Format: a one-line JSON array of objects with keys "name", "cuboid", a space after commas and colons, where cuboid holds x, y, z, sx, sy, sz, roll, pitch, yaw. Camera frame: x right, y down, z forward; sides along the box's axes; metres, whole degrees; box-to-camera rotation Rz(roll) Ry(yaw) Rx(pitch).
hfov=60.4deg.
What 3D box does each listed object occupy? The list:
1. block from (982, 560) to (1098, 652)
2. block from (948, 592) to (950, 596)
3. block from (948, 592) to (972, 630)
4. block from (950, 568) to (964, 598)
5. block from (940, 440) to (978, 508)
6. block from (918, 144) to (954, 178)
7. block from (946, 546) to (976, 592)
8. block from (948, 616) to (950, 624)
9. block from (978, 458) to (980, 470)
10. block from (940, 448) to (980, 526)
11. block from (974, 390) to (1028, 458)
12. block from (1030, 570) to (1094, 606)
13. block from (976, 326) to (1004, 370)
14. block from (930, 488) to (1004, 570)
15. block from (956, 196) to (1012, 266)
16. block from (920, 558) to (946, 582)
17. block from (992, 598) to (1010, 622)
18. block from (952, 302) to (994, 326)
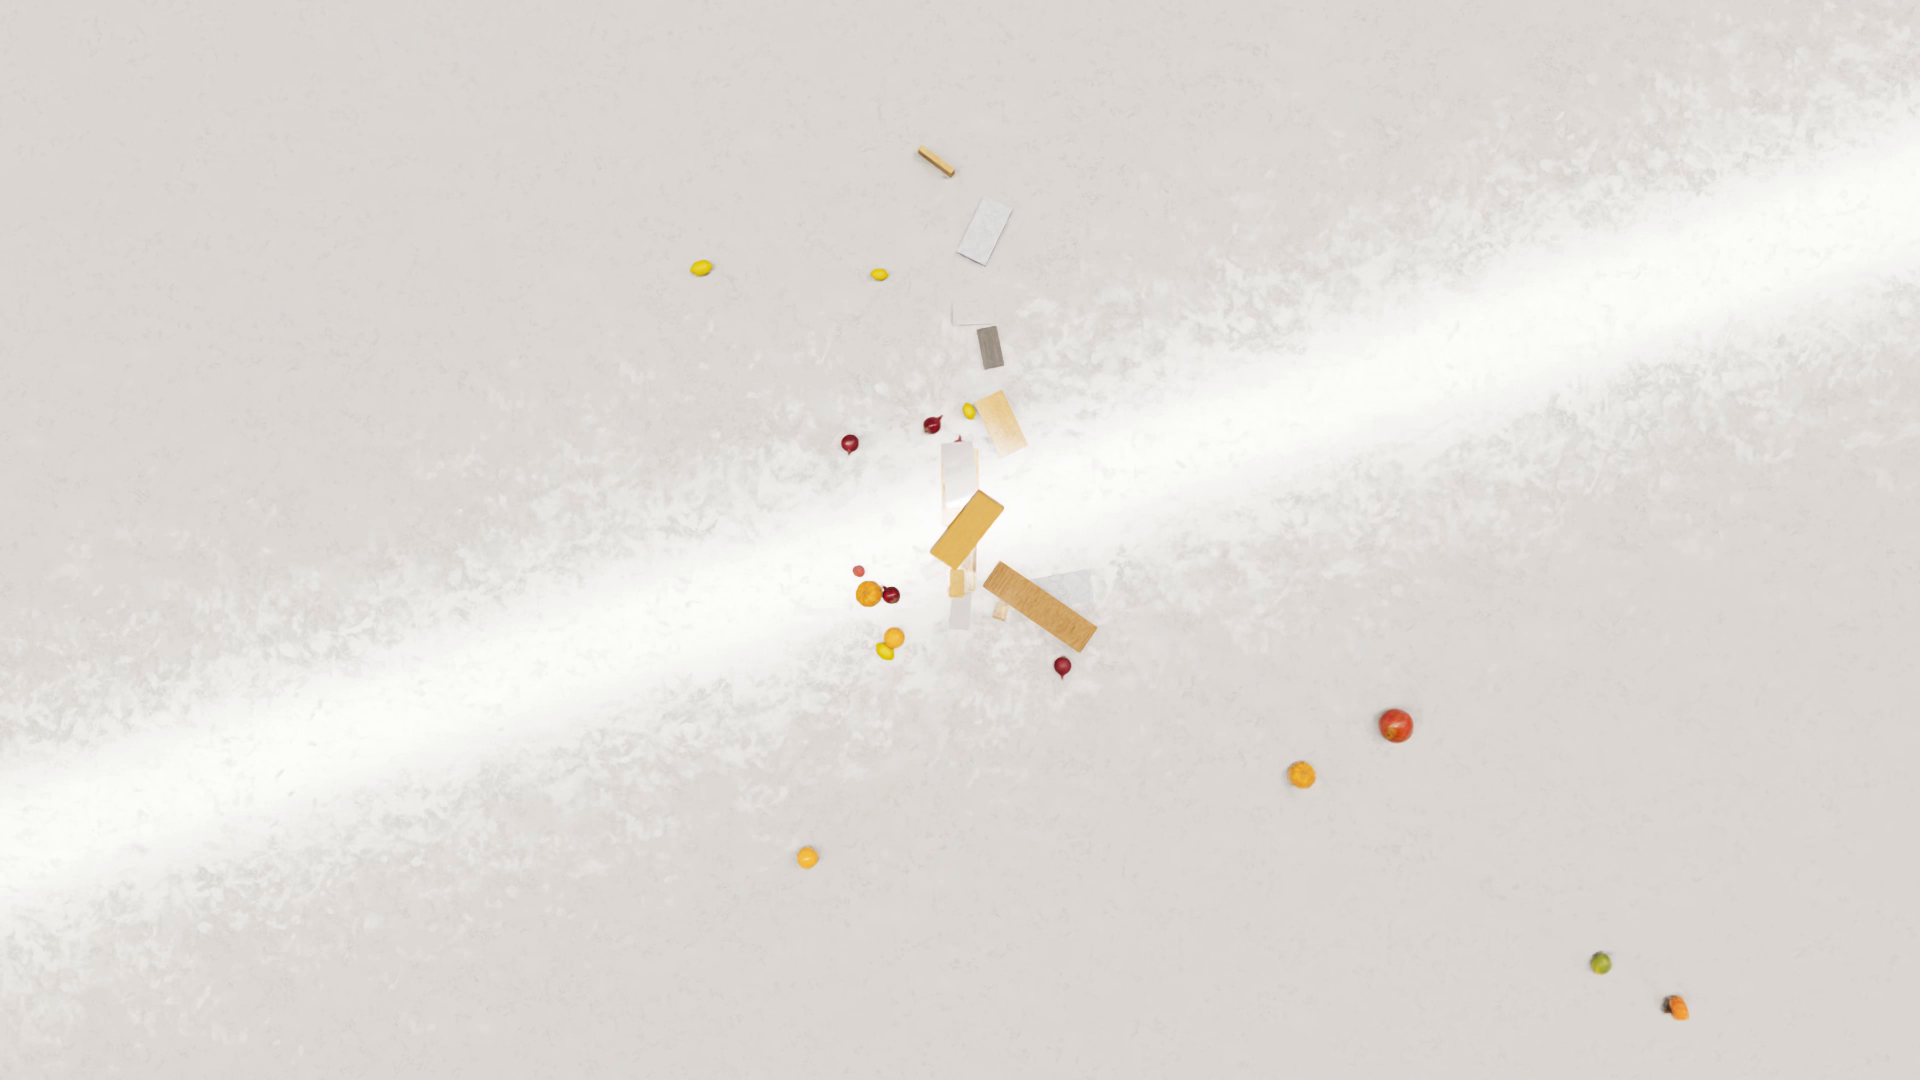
[{"name": "block", "cuboid": [0.264, 0.221, 5.456, 0.392, 0.030, 0.104, 34, 90, 0]}, {"name": "block", "cuboid": [-0.005, 0.176, 5.433, 0.067, 0.133, 0.019, 0, 90, 0]}, {"name": "block", "cuboid": [0.002, 0.225, 5.357, 0.067, 0.019, 0.133, 4, 90, 0]}, {"name": "block", "cuboid": [-0.010, 0.139, 5.273, 0.046, 0.013, 0.093, 2, 90, 0]}, {"name": "block", "cuboid": [-0.001, -0.207, 5.211, 0.102, 0.029, 0.204, -6, 90, 0]}, {"name": "block", "cuboid": [-0.079, -1.255, 5.466, 0.136, 0.068, 0.019, 37, 90, 0]}, {"name": "block", "cuboid": [0.006, 0.071, 5.293, 0.096, 0.027, 0.192, 1, 90, 0]}, {"name": "block", "cuboid": [-0.004, 0.266, 5.433, 0.067, 0.133, 0.019, 0, 91, 0]}, {"name": "block", "cuboid": [0.002, -0.247, 5.380, 0.120, 0.240, 0.034, 0, 90, 0]}, {"name": "block", "cuboid": [0.001, -0.168, 5.242, 0.120, 0.034, 0.240, -1, 90, 0]}, {"name": "block", "cuboid": [0.137, -0.385, 5.486, 0.102, 0.029, 0.204, -25, 90, 0]}, {"name": "block", "cuboid": [0.333, 0.168, 5.485, 0.209, 0.030, 0.104, -10, 90, 0]}, {"name": "block", "cuboid": [0.101, -0.640, 5.490, 0.068, 0.019, 0.136, -11, 90, 0]}, {"name": "block", "cuboid": [0.022, -0.032, 5.213, 0.102, 0.029, 0.260, 33, 108, -16]}, {"name": "block", "cuboid": [0.083, -1.027, 5.485, 0.104, 0.030, 0.209, 26, 90, 0]}, {"name": "block", "cuboid": [-0.082, 0.093, 5.493, 0.093, 0.013, 0.046, -37, 90, 0]}, {"name": "block", "cuboid": [0.141, 0.222, 5.493, 0.046, 0.013, 0.093, 17, 90, 0]}, {"name": "block", "cuboid": [0.045, -0.751, 5.490, 0.136, 0.019, 0.068, -2, 90, 0]}]
